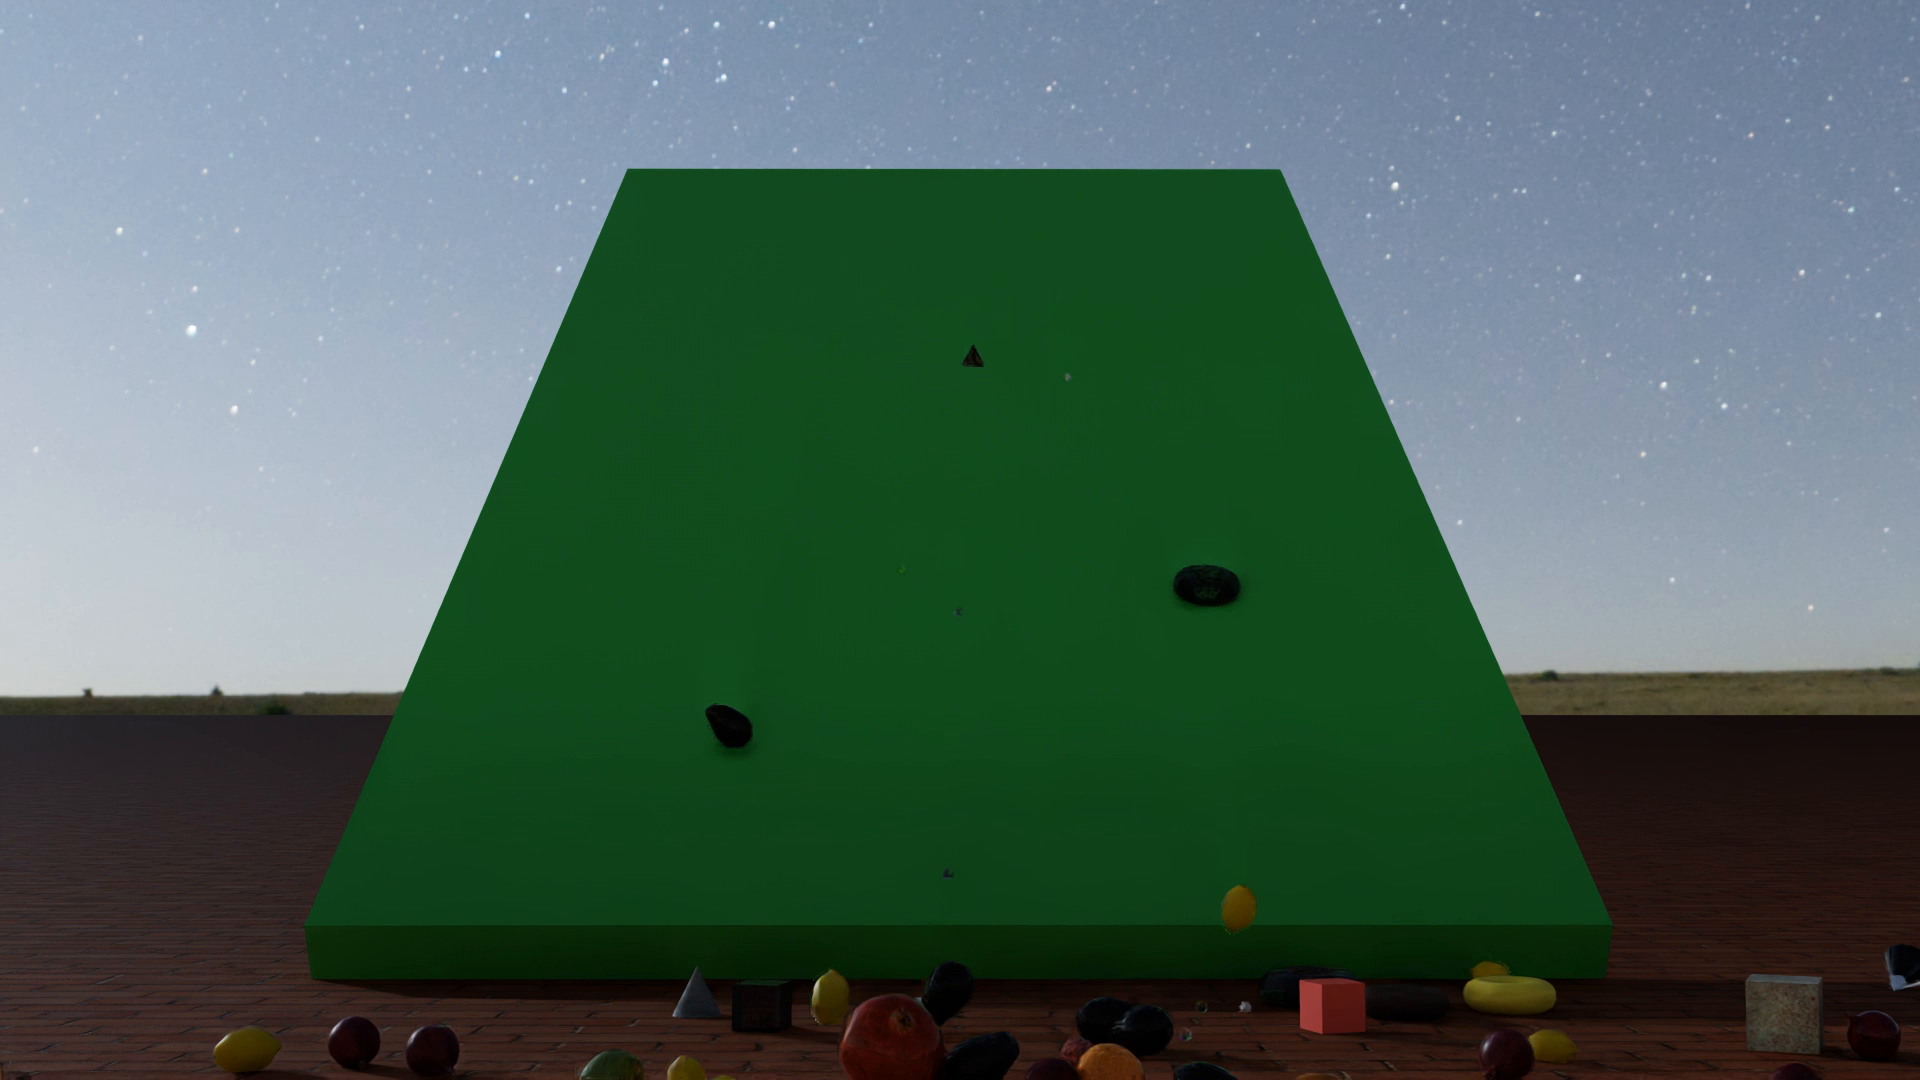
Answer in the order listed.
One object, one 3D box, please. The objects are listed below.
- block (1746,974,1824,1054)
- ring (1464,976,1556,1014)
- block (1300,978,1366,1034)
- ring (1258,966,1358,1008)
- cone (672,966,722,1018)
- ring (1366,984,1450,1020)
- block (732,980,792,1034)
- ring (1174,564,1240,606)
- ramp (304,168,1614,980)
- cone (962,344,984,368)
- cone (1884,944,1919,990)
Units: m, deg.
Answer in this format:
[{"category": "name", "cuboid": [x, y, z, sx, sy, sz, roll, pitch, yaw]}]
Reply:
[{"category": "block", "cuboid": [1.017, 0.584, 2.898, 0.084, 0.084, 0.084, -2, -4, 23]}, {"category": "ring", "cuboid": [0.761, 0.631, 3.256, 0.127, 0.042, 0.127, 0, -3, 0]}, {"category": "block", "cuboid": [0.485, 0.606, 3.059, 0.062, 0.062, 0.062, 1, -4, -19]}, {"category": "ring", "cuboid": [0.495, 0.633, 3.323, 0.143, 0.048, 0.143, -1, -3, 0]}, {"category": "cone", "cuboid": [-0.359, 0.614, 3.206, 0.067, 0.067, 0.067, 0, -4, 0]}, {"category": "ring", "cuboid": [0.602, 0.627, 3.189, 0.121, 0.040, 0.121, 1, -5, 0]}, {"category": "block", "cuboid": [-0.258, 0.608, 3.066, 0.060, 0.060, 0.060, -1, -4, 16]}, {"category": "ring", "cuboid": [0.482, 0.088, 4.589, 0.131, 0.044, 0.131, 1, 25, 0]}, {"category": "ramp", "cuboid": [-0.009, -0.229, 5.415, 2.000, 0.100, 4.000, 0, 26, 0]}, {"category": "cone", "cuboid": [0.032, -0.452, 5.703, 0.053, 0.053, 0.053, 0, 26, 0]}, {"category": "cone", "cuboid": [1.402, 0.653, 3.503, 0.072, 0.072, 0.072, -4, 21, 41]}]
